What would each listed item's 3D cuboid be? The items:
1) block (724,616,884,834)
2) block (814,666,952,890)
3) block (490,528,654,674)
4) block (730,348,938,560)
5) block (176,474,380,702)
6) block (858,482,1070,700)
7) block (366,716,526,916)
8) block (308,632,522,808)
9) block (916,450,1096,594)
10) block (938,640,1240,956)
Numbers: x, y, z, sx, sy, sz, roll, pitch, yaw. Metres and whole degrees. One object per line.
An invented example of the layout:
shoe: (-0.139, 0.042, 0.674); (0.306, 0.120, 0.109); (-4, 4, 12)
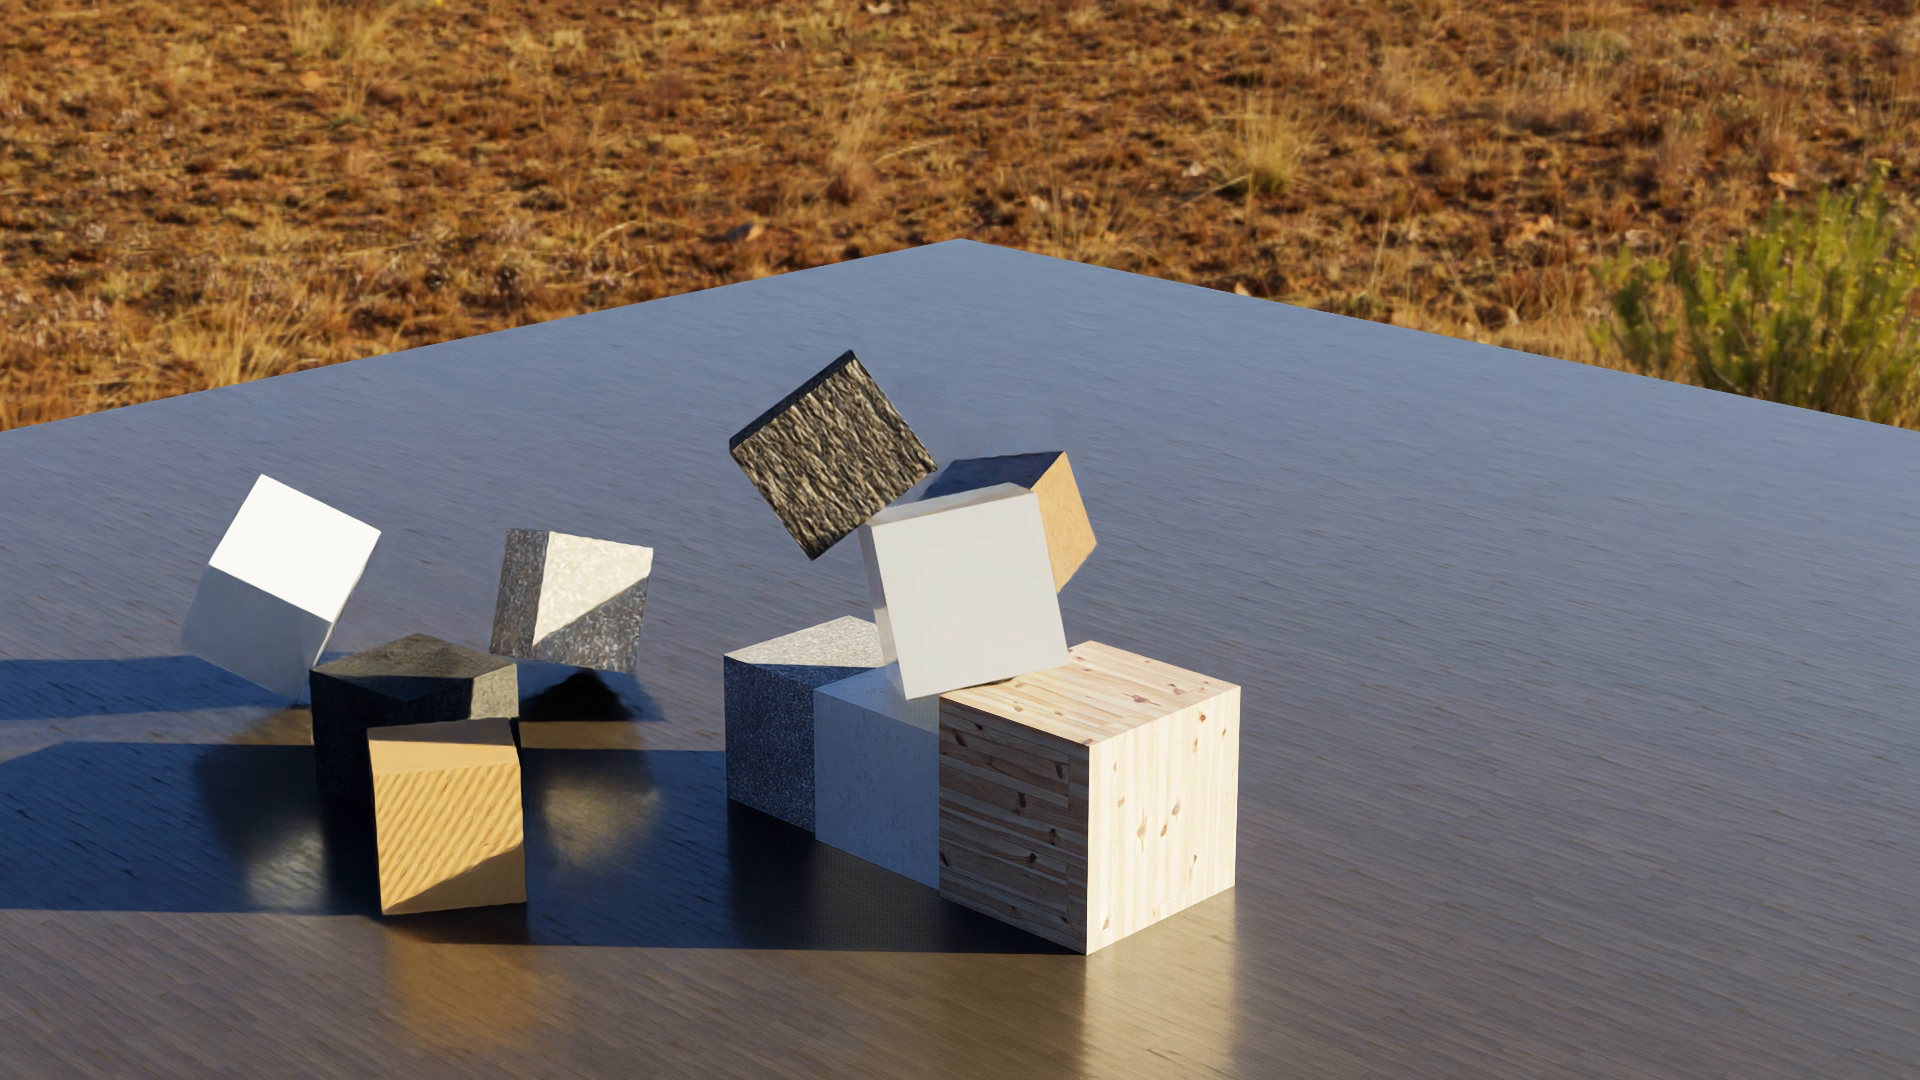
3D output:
block: (-0.607, 0.889, 14.282); (0.825, 0.739, 0.682); (-17, 24, -42)
block: (-0.081, 1.052, 13.740); (0.852, 0.754, 0.844); (-17, 24, -42)
block: (-2.089, 0.327, 15.741); (0.600, 0.678, 0.586); (10, -3, -30)
block: (-0.590, -0.401, 13.484); (0.710, 0.616, 0.686); (-37, 8, 1)
block: (-3.616, 0.259, 15.560); (0.692, 0.717, 0.718); (26, 43, -8)
block: (-0.002, 0.217, 13.369); (0.748, 0.783, 0.825); (-12, 6, -6)
block: (-2.327, 1.242, 13.272); (0.638, 0.671, 0.593); (-4, 18, -13)
block: (-2.671, 0.912, 14.408); (0.719, 0.621, 0.698); (14, 22, 37)
block: (0.202, -0.036, 15.363); (0.688, 0.573, 0.657); (-4, 28, 32)
block: (0.578, 1.129, 13.143); (0.887, 0.965, 1.014); (16, 24, 41)
